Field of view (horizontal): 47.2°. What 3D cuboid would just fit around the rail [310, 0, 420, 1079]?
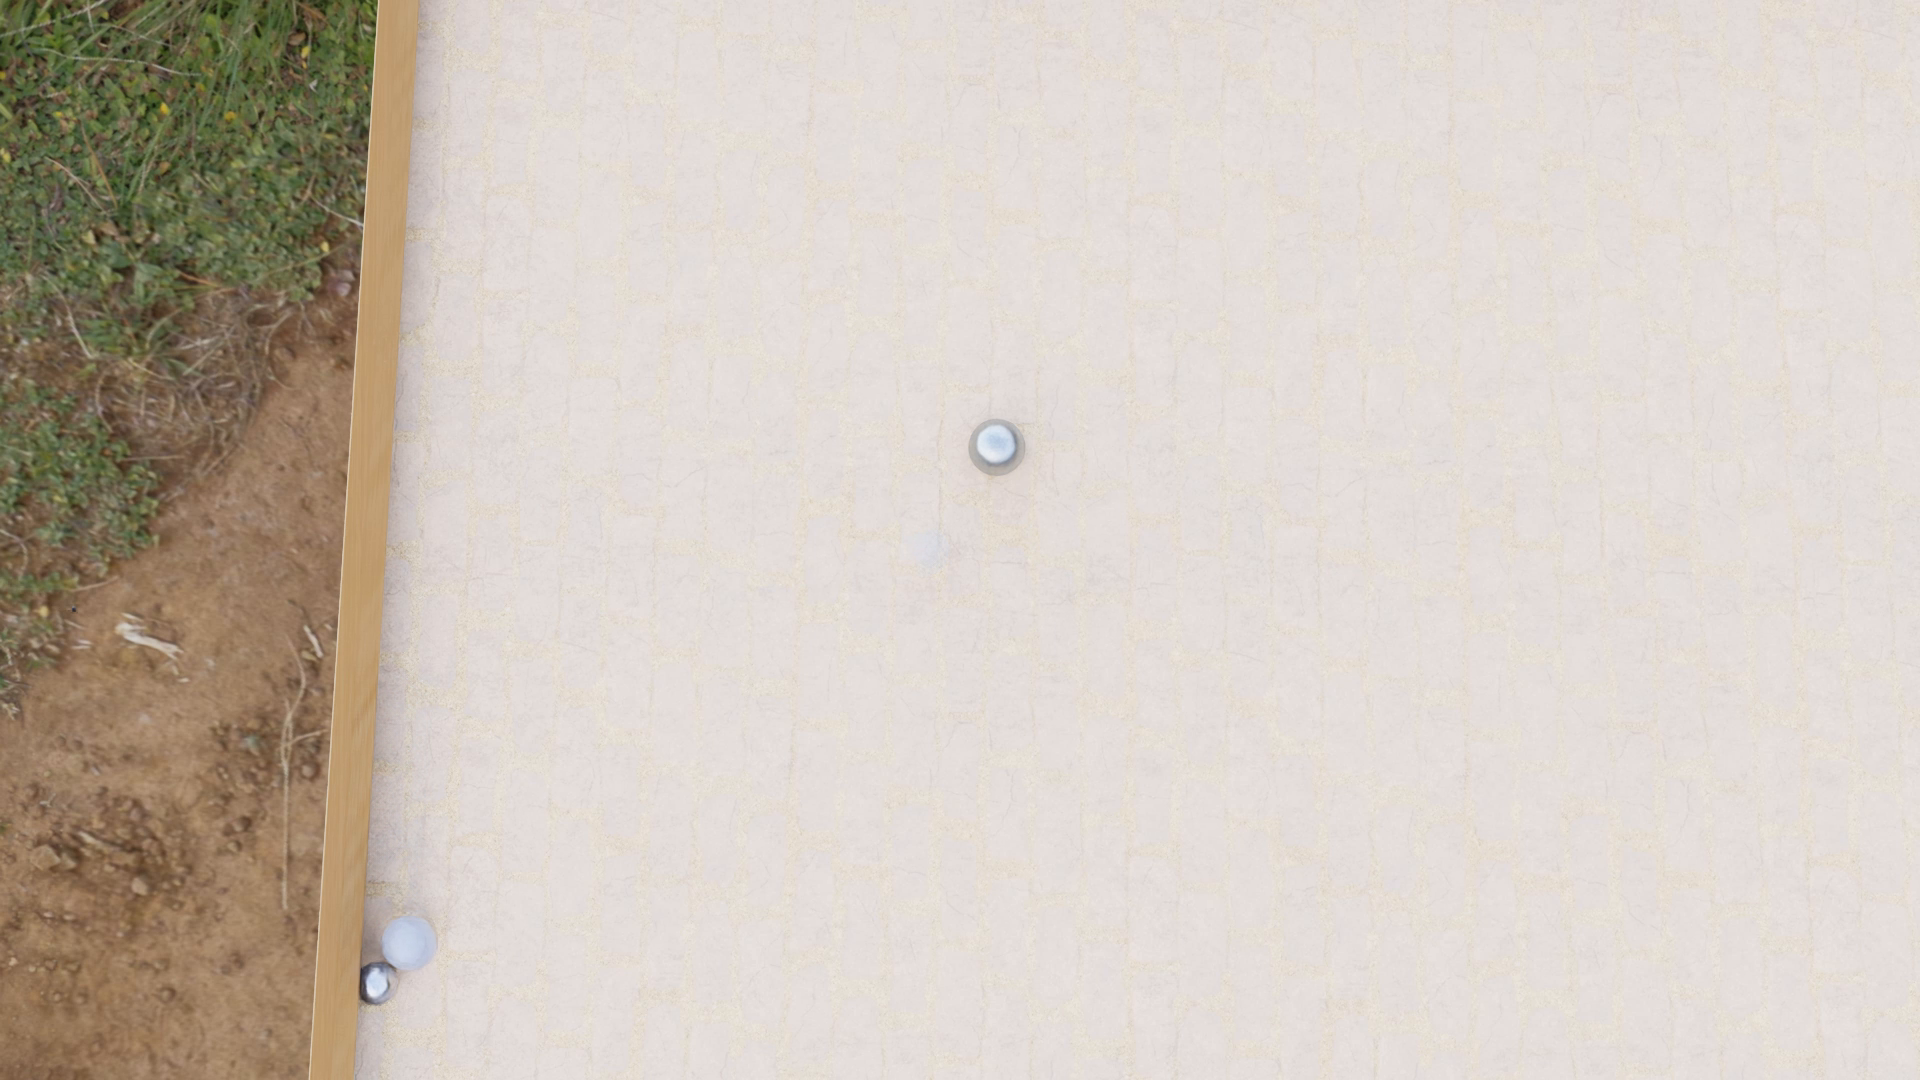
[{"bbox_3d":[-0.871,-0.017,3.257,0.045,0.124,2.121,1,80,0],"label":"rail"}]

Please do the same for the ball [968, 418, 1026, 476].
[{"bbox_3d":[0.055,-0.139,3.299,0.086,0.086,0.086,0,80,0],"label":"ball"}]

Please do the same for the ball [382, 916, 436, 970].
[{"bbox_3d":[-0.796,0.581,3.177,0.077,0.077,0.077,0,80,0],"label":"ball"}]

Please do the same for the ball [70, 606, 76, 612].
[{"bbox_3d":[-15.164,1.174,37.635,0.096,0.096,0.096,0,80,0],"label":"ball"}]

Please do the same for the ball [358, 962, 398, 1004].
[{"bbox_3d":[-0.843,0.640,3.176,0.060,0.060,0.060,0,80,0],"label":"ball"}]
